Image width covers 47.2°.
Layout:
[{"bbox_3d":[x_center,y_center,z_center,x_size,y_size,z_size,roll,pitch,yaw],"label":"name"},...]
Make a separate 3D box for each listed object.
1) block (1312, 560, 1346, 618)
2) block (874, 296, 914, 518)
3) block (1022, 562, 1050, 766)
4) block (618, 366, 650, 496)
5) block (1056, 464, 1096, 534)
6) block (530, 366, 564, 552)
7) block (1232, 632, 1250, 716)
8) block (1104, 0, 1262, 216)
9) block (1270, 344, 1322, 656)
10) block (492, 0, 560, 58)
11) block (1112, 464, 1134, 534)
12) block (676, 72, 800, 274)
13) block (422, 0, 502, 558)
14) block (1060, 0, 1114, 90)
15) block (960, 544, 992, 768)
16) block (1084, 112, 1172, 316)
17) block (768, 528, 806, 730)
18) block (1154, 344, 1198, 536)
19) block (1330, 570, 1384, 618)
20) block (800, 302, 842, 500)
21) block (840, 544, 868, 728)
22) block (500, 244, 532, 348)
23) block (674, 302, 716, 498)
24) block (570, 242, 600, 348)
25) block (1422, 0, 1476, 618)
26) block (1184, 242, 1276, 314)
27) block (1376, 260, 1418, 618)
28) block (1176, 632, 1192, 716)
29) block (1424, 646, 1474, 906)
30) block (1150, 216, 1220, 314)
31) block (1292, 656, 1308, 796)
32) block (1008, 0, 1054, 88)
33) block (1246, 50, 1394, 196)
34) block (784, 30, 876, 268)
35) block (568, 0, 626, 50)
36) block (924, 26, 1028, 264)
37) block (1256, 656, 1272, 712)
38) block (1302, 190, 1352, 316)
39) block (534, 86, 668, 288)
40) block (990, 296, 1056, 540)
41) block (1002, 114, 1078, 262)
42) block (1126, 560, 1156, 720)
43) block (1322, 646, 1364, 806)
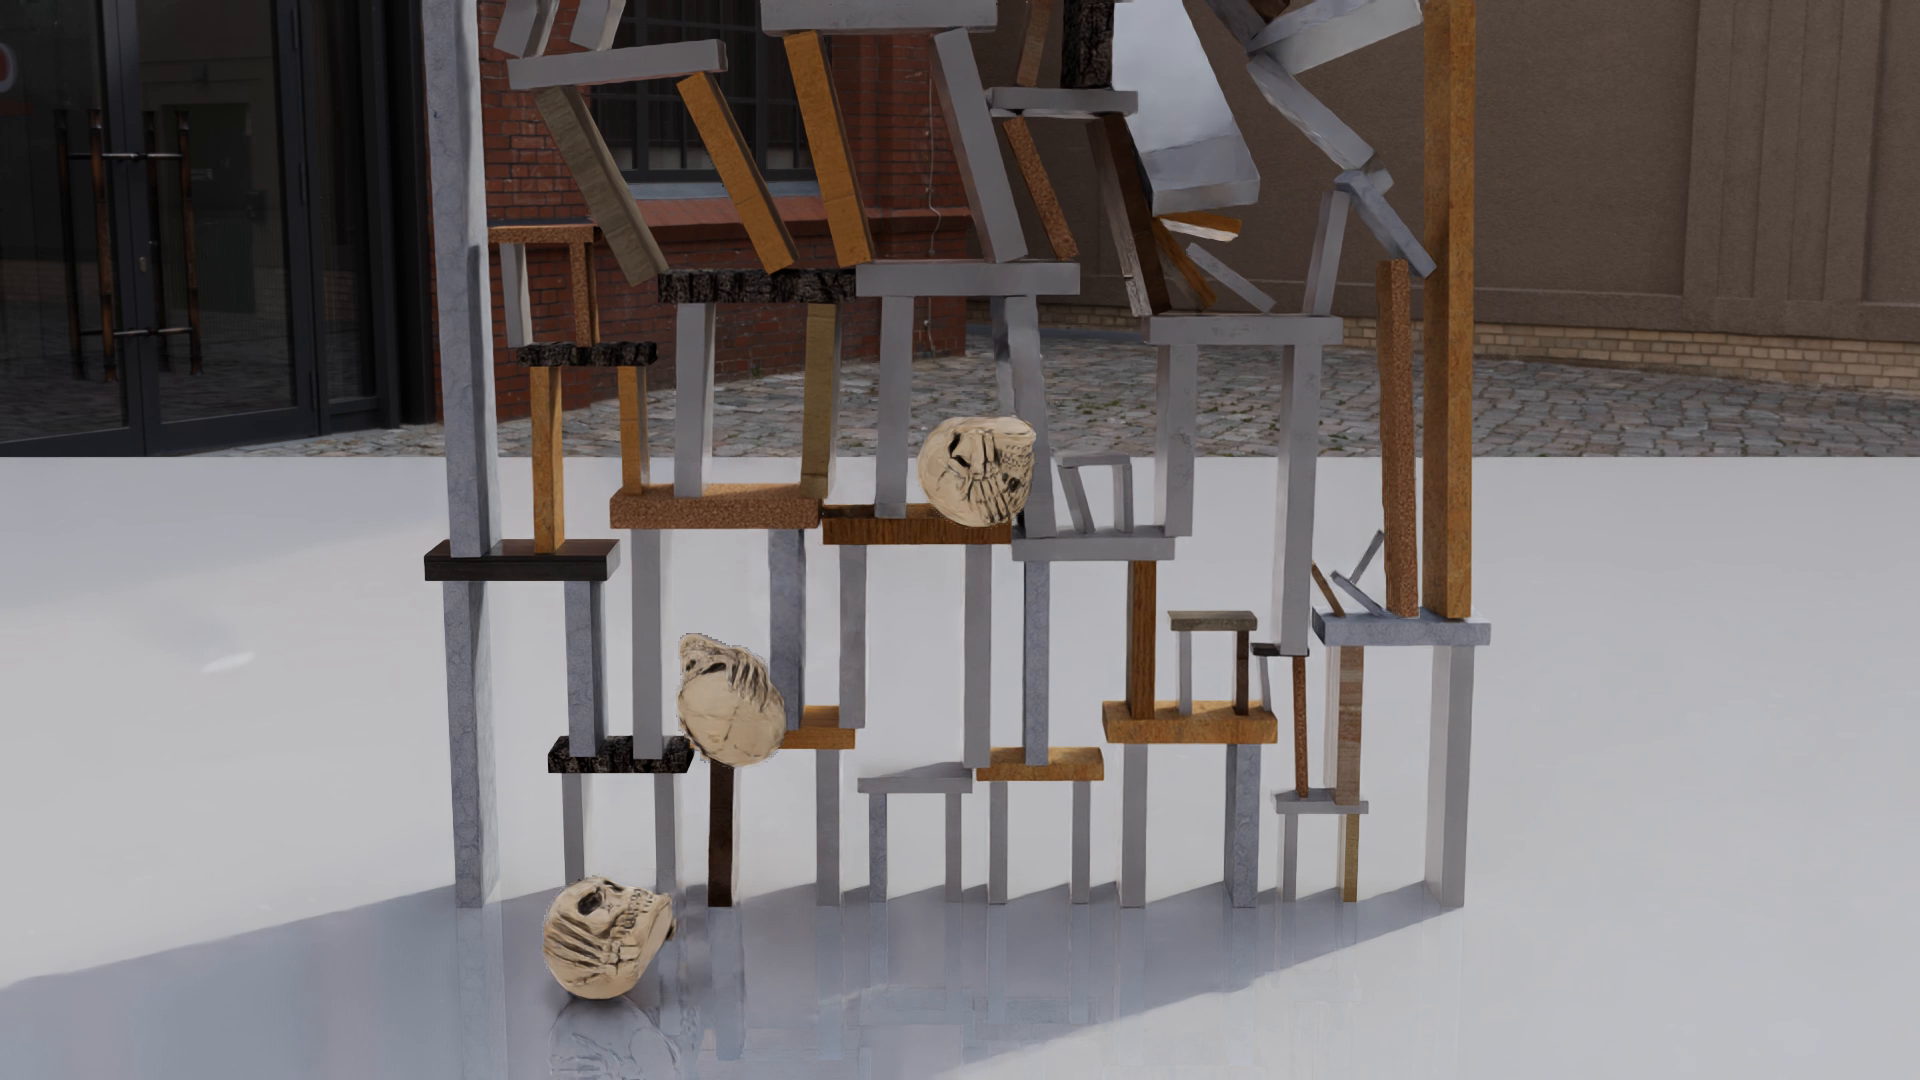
[{"bbox_3d":[0.593,0.078,3.574,0.014,0.095,0.048,-31,8,7],"label":"block"},{"bbox_3d":[-0.105,-0.220,3.529,0.049,0.348,0.174,2,10,-1],"label":"block"},{"bbox_3d":[0.124,0.189,3.601,0.037,0.336,0.130,0,10,-1],"label":"block"},{"bbox_3d":[-0.523,-0.181,3.529,0.029,0.207,0.103,-1,11,0],"label":"block"},{"bbox_3d":[0.188,-0.068,3.561,0.016,0.112,0.056,-20,15,-14],"label":"block"},{"bbox_3d":[-0.664,-0.136,3.539,0.029,0.298,0.103,1,11,0],"label":"block"},{"bbox_3d":[0.459,0.211,3.603,0.020,0.140,0.070,-1,9,0],"label":"block"},{"bbox_3d":[0.342,-0.726,3.640,0.174,0.049,0.512,-8,48,-7],"label":"block"},{"bbox_3d":[0.544,-0.071,3.572,0.043,0.496,0.152,2,8,1],"label":"block"},{"bbox_3d":[-0.630,-0.906,3.383,0.047,0.330,0.165,20,10,-4],"label":"block"},{"bbox_3d":[0.265,-0.071,3.572,0.016,0.112,0.056,-4,10,-13],"label":"block"},{"bbox_3d":[-0.345,-0.576,3.450,0.045,0.319,0.160,-25,10,4],"label":"block"},{"bbox_3d":[-0.787,-0.547,3.457,0.047,1.137,0.165,-1,11,0],"label":"block"},{"bbox_3d":[0.204,-0.881,3.456,0.049,0.347,0.174,2,4,-8],"label":"block"},{"bbox_3d":[0.026,0.175,3.594,0.042,0.367,0.149,0,10,-2],"label":"block"},{"bbox_3d":[0.269,-0.518,3.515,0.033,0.319,0.117,-16,8,-9],"label":"block"},{"bbox_3d":[-0.281,0.129,3.579,0.046,0.328,0.164,1,11,0],"label":"block"},{"bbox_3d":[0.348,-0.167,3.559,0.043,0.304,0.152,0,8,-2],"label":"block"},{"bbox_3d":[0.645,0.087,3.577,0.095,0.014,0.048,39,10,-4],"label":"block"},{"bbox_3d":[-0.221,-0.230,3.520,0.043,0.307,0.153,3,10,1],"label":"block"},{"bbox_3d":[-0.173,0.143,3.584,0.042,0.299,0.149,0,10,-1],"label":"block"},{"bbox_3d":[-0.704,-0.391,3.490,0.023,0.163,0.081,-3,10,1],"label":"block"},{"bbox_3d":[-0.425,-0.231,3.521,0.043,0.307,0.153,2,11,-1],"label":"block"},{"bbox_3d":[-0.595,-0.392,3.489,0.023,0.163,0.081,-2,11,0],"label":"block"},{"bbox_3d":[0.784,-0.370,3.532,0.039,0.979,0.137,-2,7,-5],"label":"block"},{"bbox_3d":[0.435,-0.421,3.542,0.165,0.023,0.082,37,11,3],"label":"block"},{"bbox_3d":[0.705,-0.164,3.546,0.028,0.569,0.098,-3,6,-3],"label":"block"},{"bbox_3d":[0.366,0.211,3.603,0.020,0.139,0.070,-1,9,0],"label":"block"},{"bbox_3d":[0.807,0.374,3.631,0.038,0.438,0.133,0,10,0],"label":"block"},{"bbox_3d":[0.350,-0.441,3.539,0.023,0.165,0.082,-37,2,-4],"label":"block"},{"bbox_3d":[0.561,0.303,3.625,0.013,0.233,0.046,-3,8,-1],"label":"block"},{"bbox_3d":[0.134,-0.880,3.449,0.029,0.350,0.104,12,4,-7],"label":"block"},{"bbox_3d":[0.584,-0.673,3.568,0.274,0.039,0.137,49,9,25],"label":"block"},{"bbox_3d":[-0.203,-0.613,3.457,0.051,0.358,0.179,-13,10,2],"label":"block"},{"bbox_3d":[-0.515,-0.934,3.386,0.043,0.365,0.153,19,10,-5],"label":"block"},{"bbox_3d":[0.024,-0.618,3.456,0.051,0.358,0.179,-17,11,-3],"label":"block"},{"bbox_3d":[0.499,0.232,3.616,0.013,0.092,0.046,-6,8,1],"label":"block"},{"bbox_3d":[0.585,-0.458,3.517,0.028,0.196,0.098,8,8,-2],"label":"block"},{"bbox_3d":[-0.560,-0.556,3.450,0.045,0.320,0.160,-26,10,4],"label":"block"},{"bbox_3d":[0.101,-0.207,3.553,0.049,0.384,0.174,-7,10,-6],"label":"block"},{"bbox_3d":[0.126,-0.557,3.482,0.033,0.233,0.117,-23,9,4],"label":"block"},{"bbox_3d":[0.296,0.151,3.598,0.037,0.260,0.130,0,10,0],"label":"block"},{"bbox_3d":[0.630,0.289,3.617,0.038,0.266,0.133,0,10,0],"label":"block"}]
